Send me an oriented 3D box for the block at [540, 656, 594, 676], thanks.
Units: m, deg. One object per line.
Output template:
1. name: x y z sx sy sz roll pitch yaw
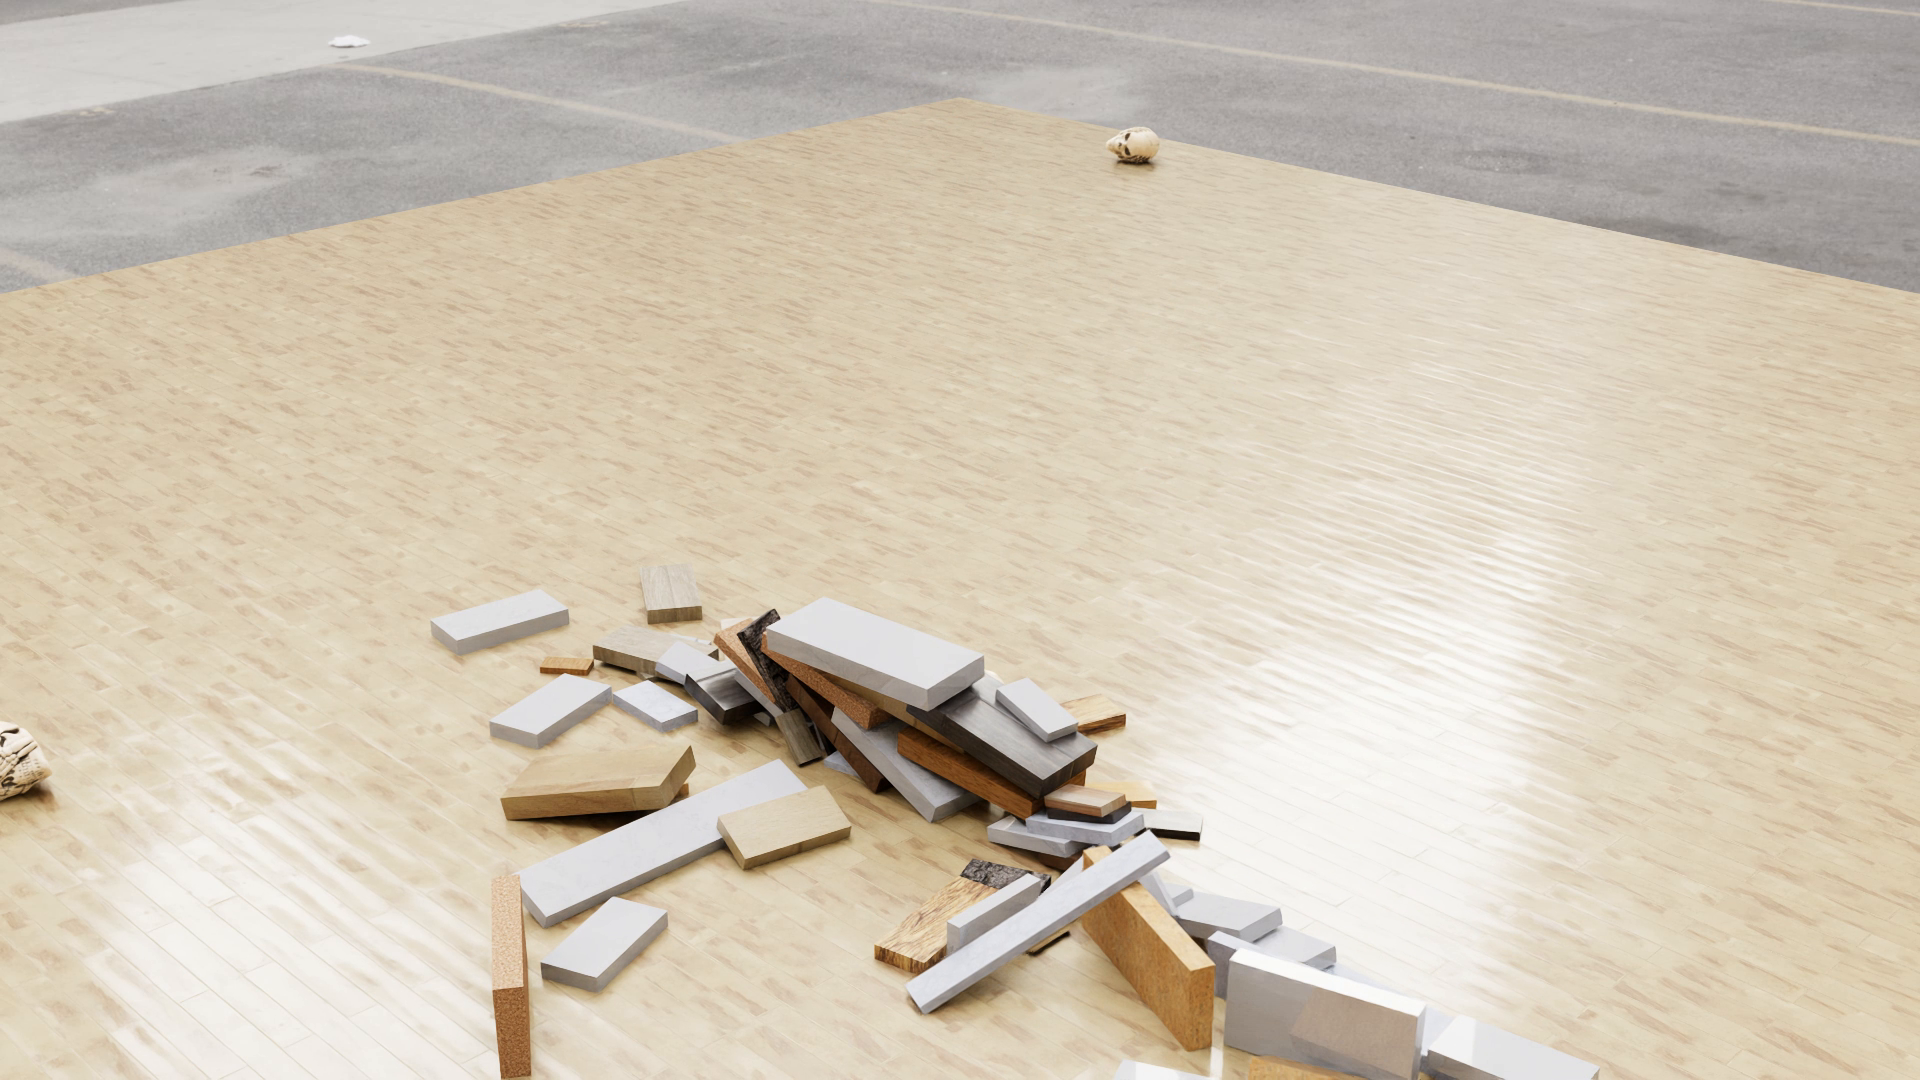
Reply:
1. block: -0.904 0.290 5.057 0.112 0.016 0.056 3 23 7

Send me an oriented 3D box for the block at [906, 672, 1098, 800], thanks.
1. block: 0.082 0.373 4.374 0.349 0.049 0.175 31 38 29

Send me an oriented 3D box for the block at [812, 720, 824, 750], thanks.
1. block: -0.288 0.386 4.712 0.057 0.113 0.016 -20 4 -39

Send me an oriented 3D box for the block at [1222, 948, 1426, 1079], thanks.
1. block: 0.603 0.804 3.654 0.327 0.163 0.046 12 23 27

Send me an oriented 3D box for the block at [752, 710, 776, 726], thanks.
1. block: -0.456 0.337 4.869 0.190 0.027 0.095 33 37 27

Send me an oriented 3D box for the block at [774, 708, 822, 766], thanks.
1. block: -0.342 0.417 4.657 0.057 0.113 0.016 -18 -14 -36

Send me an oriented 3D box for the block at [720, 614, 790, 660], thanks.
1. block: -0.403 0.238 5.093 0.290 0.041 0.145 -4 41 -9

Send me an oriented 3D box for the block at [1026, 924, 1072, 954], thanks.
1. block: 0.152 0.712 4.023 0.107 0.015 0.054 -23 75 -43

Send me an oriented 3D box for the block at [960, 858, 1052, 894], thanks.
1. block: 0.084 0.653 4.193 0.162 0.023 0.081 9 25 20

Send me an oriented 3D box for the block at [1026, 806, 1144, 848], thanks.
1. block: 0.241 0.547 4.245 0.208 0.029 0.104 3 17 41

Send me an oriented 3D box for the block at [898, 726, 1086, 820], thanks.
1. block: 0.063 0.442 4.438 0.349 0.049 0.175 24 35 34

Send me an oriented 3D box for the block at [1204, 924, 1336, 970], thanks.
1. block: 0.555 0.730 3.945 0.111 0.031 0.222 -18 18 -34

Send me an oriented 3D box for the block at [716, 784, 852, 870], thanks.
1. block: -0.346 0.565 4.335 0.237 0.034 0.118 -14 47 -30

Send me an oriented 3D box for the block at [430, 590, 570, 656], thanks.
1. block: -1.097 0.195 5.248 0.290 0.041 0.145 -17 28 -34

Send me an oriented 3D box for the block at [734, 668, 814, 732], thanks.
1. block: -0.382 0.337 4.776 0.205 0.029 0.103 41 42 20

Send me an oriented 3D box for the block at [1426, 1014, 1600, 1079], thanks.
1. block: 0.904 0.861 3.597 0.246 0.035 0.123 16 28 34

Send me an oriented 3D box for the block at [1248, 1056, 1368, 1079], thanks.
1. block: 0.636 0.886 3.509 0.327 0.046 0.163 9 -8 21

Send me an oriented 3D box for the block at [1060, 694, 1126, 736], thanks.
1. block: 0.241 0.393 4.795 0.218 0.031 0.109 -12 26 -25

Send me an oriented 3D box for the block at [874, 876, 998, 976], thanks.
1. block: -0.034 0.709 4.050 0.109 0.031 0.277 14 27 30

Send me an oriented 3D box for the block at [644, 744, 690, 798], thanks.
1. block: -0.645 0.488 4.577 0.094 0.027 0.189 -12 26 -27

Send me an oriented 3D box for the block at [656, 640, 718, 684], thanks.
1. block: -0.576 0.300 4.924 0.190 0.027 0.095 27 36 10

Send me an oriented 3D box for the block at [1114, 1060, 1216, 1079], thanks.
1. block: 0.400 0.931 3.503 0.343 0.049 0.171 8 24 18

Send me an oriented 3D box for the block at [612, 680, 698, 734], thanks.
1. block: -0.674 0.368 4.860 0.095 0.027 0.190 -19 30 -38

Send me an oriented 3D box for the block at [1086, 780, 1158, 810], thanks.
1. block: 0.315 0.525 4.495 0.162 0.023 0.081 -2 23 -5

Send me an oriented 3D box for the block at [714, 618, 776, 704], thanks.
1. block: -0.432 0.262 4.790 0.205 0.029 0.103 43 43 22

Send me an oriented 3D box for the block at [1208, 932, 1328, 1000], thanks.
1. block: 0.532 0.768 3.809 0.222 0.111 0.031 16 28 34

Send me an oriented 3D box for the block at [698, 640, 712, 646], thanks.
1. block: -0.635 0.246 5.164 0.092 0.013 0.046 8 24 18

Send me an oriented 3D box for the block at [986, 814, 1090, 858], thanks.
1. block: 0.164 0.574 4.309 0.208 0.029 0.104 5 18 45

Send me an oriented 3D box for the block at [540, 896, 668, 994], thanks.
1. block: -0.643 0.733 3.991 0.118 0.034 0.237 10 25 22

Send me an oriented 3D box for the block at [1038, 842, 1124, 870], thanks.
1. block: 0.259 0.609 4.226 0.104 0.029 0.208 -18 16 -36

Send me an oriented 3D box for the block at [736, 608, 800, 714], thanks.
1. block: -0.386 0.261 4.715 0.029 0.205 0.103 -21 13 47

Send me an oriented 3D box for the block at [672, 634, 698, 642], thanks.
1. block: -0.666 0.238 5.149 0.092 0.013 0.046 7 24 17

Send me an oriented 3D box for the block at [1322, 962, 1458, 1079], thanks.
1. block: 0.778 0.841 3.735 0.499 0.035 0.123 21 31 40

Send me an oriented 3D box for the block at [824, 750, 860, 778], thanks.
1. block: -0.224 0.472 4.627 0.113 0.016 0.057 14 27 30

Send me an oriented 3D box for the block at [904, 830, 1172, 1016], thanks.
1. block: 0.138 0.673 3.884 0.517 0.021 0.073 -31 30 -9

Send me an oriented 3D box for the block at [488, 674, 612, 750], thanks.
1. block: -0.897 0.375 4.830 0.131 0.037 0.262 12 26 26

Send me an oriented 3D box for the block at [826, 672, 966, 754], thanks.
1. block: -0.082 0.304 4.527 0.349 0.049 0.175 27 36 25

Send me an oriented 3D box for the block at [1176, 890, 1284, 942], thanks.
1. block: 0.468 0.690 4.016 0.111 0.031 0.222 -19 13 -38

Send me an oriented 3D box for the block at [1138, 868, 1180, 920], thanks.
1. block: 0.346 0.655 4.056 0.020 0.072 0.144 20 34 -44

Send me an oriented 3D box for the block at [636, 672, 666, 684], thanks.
1. block: -0.679 0.300 5.033 0.112 0.016 0.056 -14 27 -29

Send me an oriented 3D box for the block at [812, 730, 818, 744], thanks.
1. block: -0.332 0.407 4.780 0.113 0.016 0.057 21 31 40

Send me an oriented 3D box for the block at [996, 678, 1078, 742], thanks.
1. block: 0.153 0.338 4.382 0.081 0.023 0.162 -17 41 -36

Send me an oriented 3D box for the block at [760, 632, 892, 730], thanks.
1. block: -0.247 0.267 4.627 0.329 0.047 0.164 33 39 32

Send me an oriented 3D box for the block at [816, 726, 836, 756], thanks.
1. block: -0.276 0.398 4.690 0.057 0.113 0.016 -20 -2 -39

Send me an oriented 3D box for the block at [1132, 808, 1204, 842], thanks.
1. block: 0.409 0.568 4.396 0.147 0.021 0.073 4 23 10

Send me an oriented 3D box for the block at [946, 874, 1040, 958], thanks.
1. block: 0.062 0.698 3.977 0.031 0.109 0.218 20 30 39

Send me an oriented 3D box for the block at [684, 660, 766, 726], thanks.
1. block: -0.446 0.311 4.849 0.290 0.041 0.145 -17 43 -39

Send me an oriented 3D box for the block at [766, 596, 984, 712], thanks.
1. block: -0.176 0.228 4.489 0.438 0.050 0.176 18 32 36

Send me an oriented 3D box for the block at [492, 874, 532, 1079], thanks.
1. block: -0.772 0.745 3.780 0.050 0.176 0.353 -4 23 -10

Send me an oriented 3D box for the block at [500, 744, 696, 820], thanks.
1. block: -0.731 0.489 4.450 0.353 0.050 0.176 -6 21 17

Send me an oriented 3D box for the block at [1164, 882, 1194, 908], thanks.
1. block: 0.360 0.664 4.121 0.072 0.020 0.144 -20 15 -41

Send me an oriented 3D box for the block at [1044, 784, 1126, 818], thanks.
1. block: 0.241 0.501 4.237 0.146 0.021 0.073 5 18 45

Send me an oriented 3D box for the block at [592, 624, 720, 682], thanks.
1. block: -0.700 0.261 5.058 0.262 0.037 0.131 13 26 27

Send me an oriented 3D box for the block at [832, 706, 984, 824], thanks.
1. block: -0.098 0.434 4.537 0.164 0.047 0.329 -20 50 -39

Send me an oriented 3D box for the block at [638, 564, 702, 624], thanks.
1. block: -0.713 0.130 5.406 0.131 0.037 0.262 -5 23 -11

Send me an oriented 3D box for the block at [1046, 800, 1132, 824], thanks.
1. block: 0.249 0.521 4.240 0.146 0.021 0.073 0 15 34

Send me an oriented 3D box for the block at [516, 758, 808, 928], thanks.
1. block: -0.570 0.584 4.290 0.647 0.034 0.118 -21 51 -40

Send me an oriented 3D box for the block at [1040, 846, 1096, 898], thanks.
1. block: 0.220 0.645 4.114 0.147 0.021 0.073 -42 35 -8

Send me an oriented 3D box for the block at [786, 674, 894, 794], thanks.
1. block: -0.206 0.382 4.639 0.164 0.047 0.329 -18 52 -38

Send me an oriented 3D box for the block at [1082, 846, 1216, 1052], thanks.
1. block: 0.326 0.712 3.872 0.046 0.163 0.416 -10 25 -20
